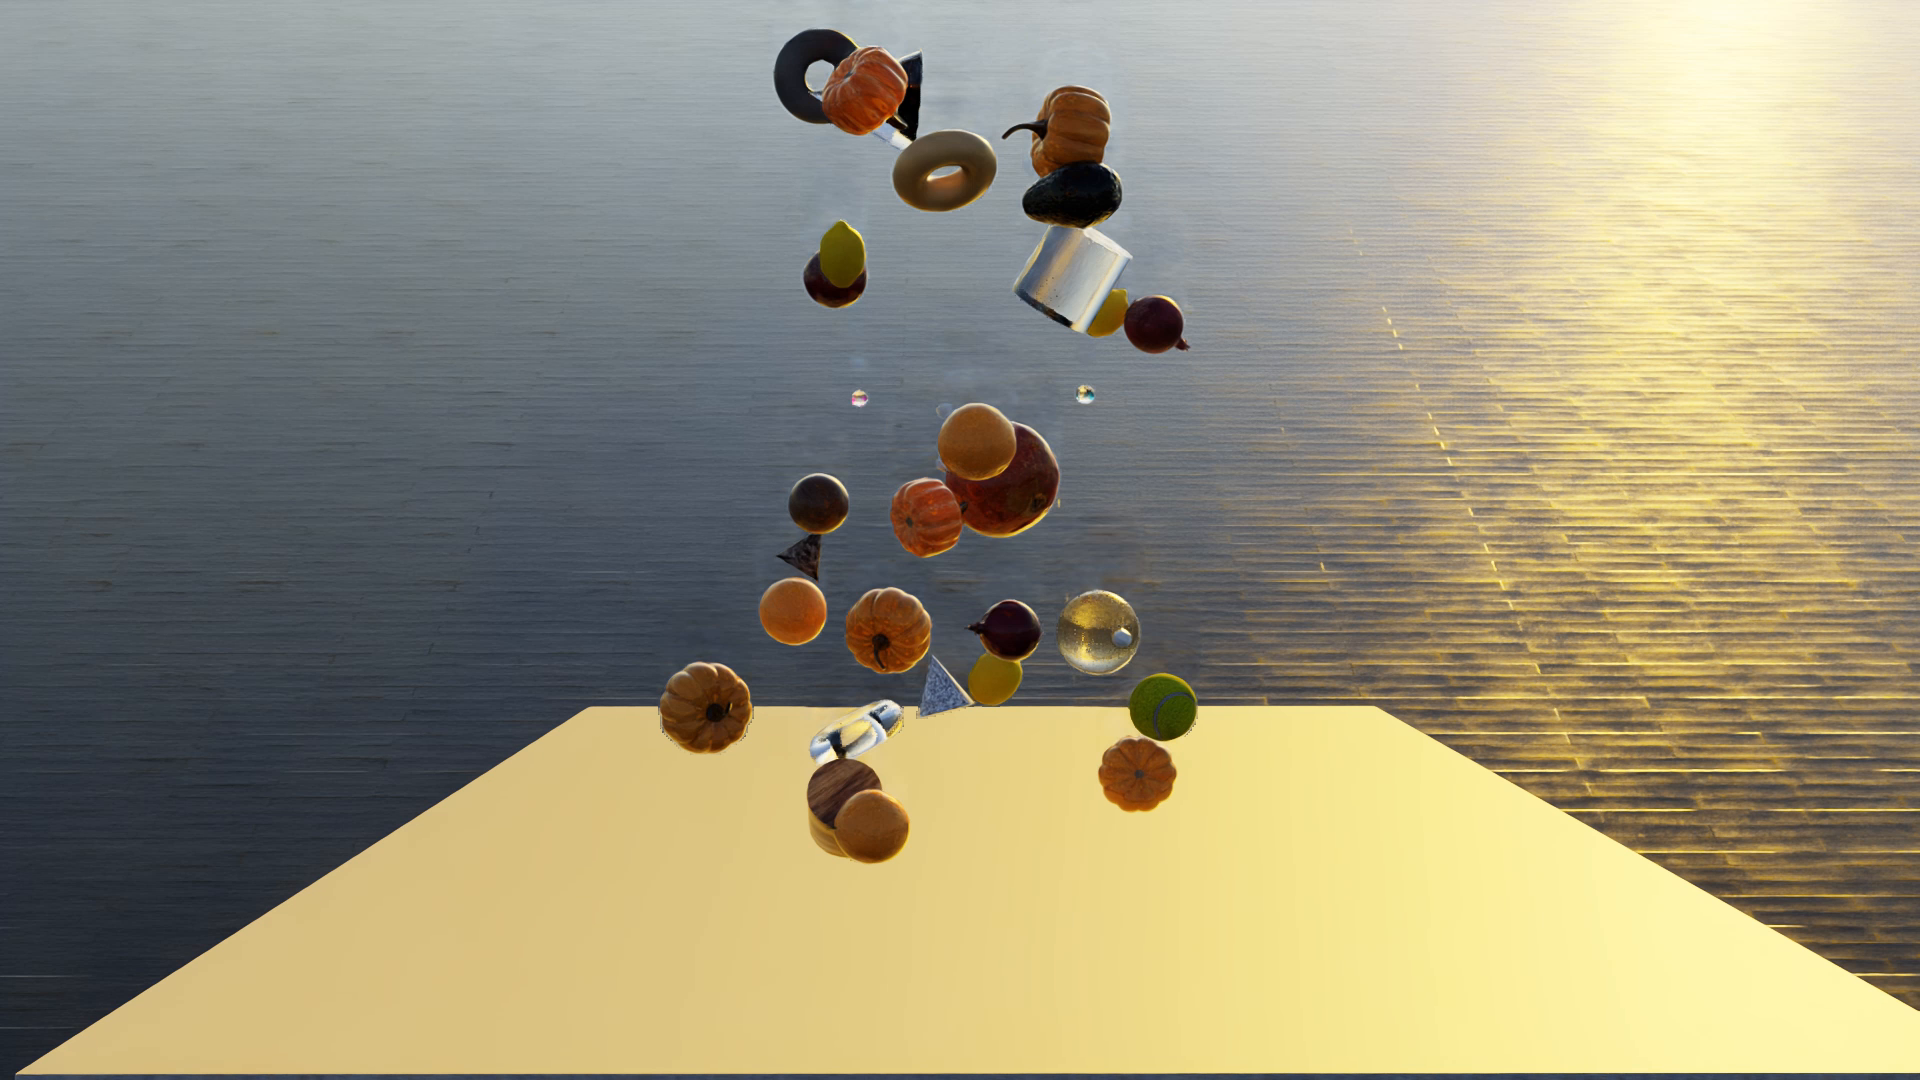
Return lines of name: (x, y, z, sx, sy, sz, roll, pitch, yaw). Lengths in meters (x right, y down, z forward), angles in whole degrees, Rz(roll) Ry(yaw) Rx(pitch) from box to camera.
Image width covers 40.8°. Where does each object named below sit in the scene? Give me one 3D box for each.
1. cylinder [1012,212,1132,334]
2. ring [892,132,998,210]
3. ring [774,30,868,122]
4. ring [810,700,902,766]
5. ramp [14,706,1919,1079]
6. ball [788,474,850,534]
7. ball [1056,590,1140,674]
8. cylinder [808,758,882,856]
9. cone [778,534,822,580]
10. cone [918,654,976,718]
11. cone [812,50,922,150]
cylinder: (0.113, -0.270, 2.603, 0.088, 0.088, 0.088, 29, 14, -8)
ring: (-0.013, -0.306, 2.139, 0.088, 0.088, 0.029, -5, 62, -9)
ring: (-0.137, -0.457, 2.540, 0.094, 0.094, 0.031, 3, -6, 6)
ring: (-0.114, 0.213, 2.844, 0.113, 0.038, 0.113, -28, 4, 2)
ramp: (0.058, 0.527, 4.564, 2.000, 0.100, 4.000, 0, 2, 0)
ball: (-0.148, -0.038, 2.706, 0.064, 0.064, 0.064, 0, 26, 0)
ball: (0.147, 0.099, 2.749, 0.090, 0.090, 0.090, 0, 26, 0)
cylinder: (-0.120, 0.281, 2.702, 0.079, 0.079, 0.079, 1, 61, -1)
cone: (-0.165, 0.008, 2.822, 0.053, 0.053, 0.053, 31, -2, 1)
cone: (-0.020, 0.137, 2.477, 0.057, 0.057, 0.057, -15, -4, -1)
cone: (-0.085, -0.389, 2.277, 0.095, 0.095, 0.095, 4, 25, -4)
